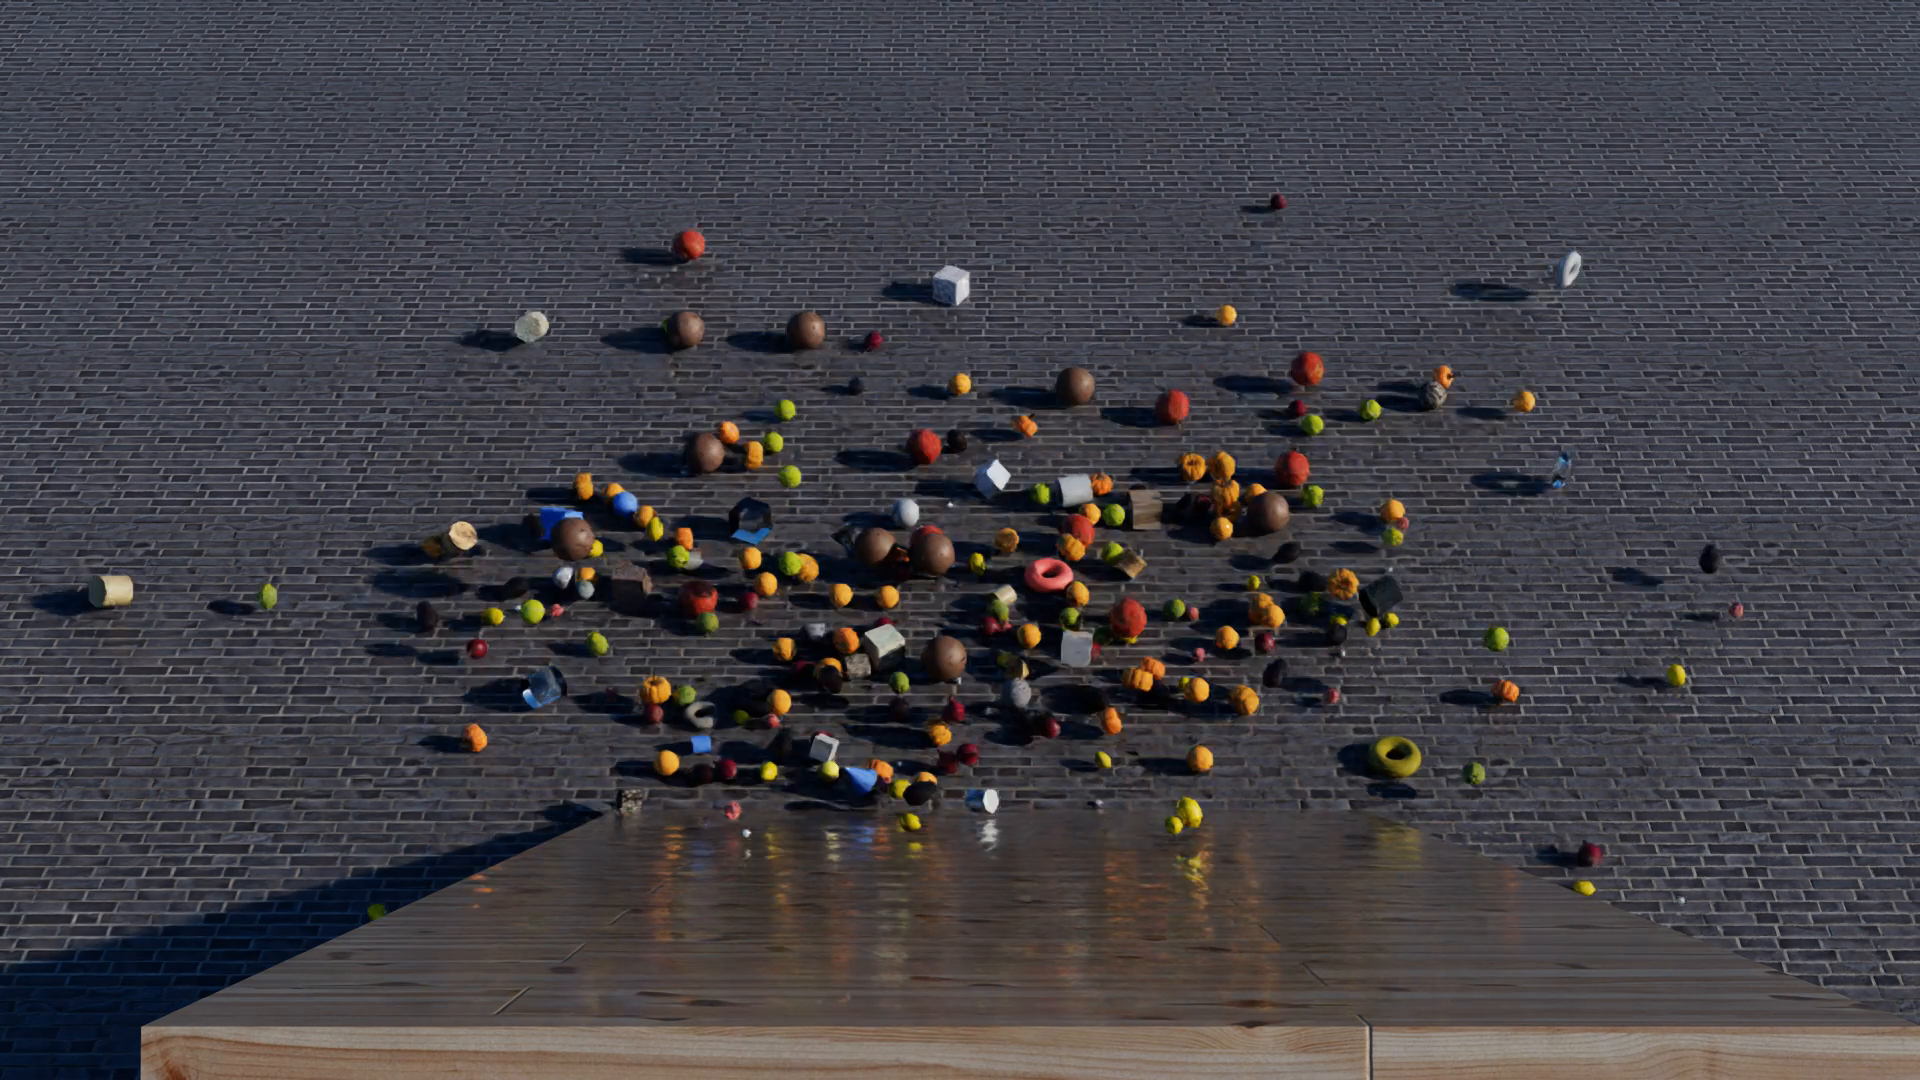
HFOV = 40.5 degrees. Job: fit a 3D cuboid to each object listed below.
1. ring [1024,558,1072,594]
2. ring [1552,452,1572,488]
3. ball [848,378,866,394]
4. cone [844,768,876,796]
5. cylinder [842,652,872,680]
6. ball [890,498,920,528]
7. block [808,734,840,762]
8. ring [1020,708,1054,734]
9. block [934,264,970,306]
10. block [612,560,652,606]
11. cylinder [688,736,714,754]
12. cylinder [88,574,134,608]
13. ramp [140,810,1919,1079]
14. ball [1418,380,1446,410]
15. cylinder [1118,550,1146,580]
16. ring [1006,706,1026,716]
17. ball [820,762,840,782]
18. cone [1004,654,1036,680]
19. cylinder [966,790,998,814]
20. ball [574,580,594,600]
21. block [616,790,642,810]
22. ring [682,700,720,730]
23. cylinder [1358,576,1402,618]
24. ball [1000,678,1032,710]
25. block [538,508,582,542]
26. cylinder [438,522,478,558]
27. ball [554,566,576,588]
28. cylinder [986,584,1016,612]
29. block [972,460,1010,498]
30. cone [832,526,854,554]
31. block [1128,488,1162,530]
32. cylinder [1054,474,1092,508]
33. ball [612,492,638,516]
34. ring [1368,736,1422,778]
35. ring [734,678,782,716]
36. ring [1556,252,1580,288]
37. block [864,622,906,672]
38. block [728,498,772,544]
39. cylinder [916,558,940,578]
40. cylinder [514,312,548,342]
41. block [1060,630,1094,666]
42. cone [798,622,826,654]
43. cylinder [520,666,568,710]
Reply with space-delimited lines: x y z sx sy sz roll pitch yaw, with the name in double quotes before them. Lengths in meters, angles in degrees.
"ring" 0.265 0.109 7.821 0.150 0.050 0.150 0 36 0
"ring" 1.894 -0.221 8.181 0.041 0.123 0.123 16 39 5
"ball" -0.342 -0.513 8.647 0.056 0.056 0.056 0 37 0
"cone" -0.283 0.635 7.025 0.083 0.083 0.083 -35 33 27
"cylinder" -0.298 0.363 7.463 0.069 0.069 0.069 -11 38 -15
"ball" -0.169 -0.083 8.043 0.090 0.090 0.090 0 37 0
"block" -0.375 0.573 7.154 0.057 0.057 0.057 21 12 10
"ring" 0.216 0.509 7.298 0.098 0.033 0.098 0 37 0
"block" -0.030 -0.893 9.124 0.093 0.093 0.093 19 41 24
"block" -0.978 0.128 7.758 0.094 0.094 0.094 5 37 6
"cylinder" -0.717 0.567 7.206 0.051 0.051 0.051 7 29 -34
"cylinder" -2.514 0.150 7.698 0.093 0.093 0.093 30 20 34
"ramp" 0.081 0.682 4.916 2.000 0.100 4.000 0 -2 0
"ball" 1.555 -0.478 8.569 0.093 0.093 0.093 0 37 0
"cylinder" 0.520 0.074 7.835 0.063 0.063 0.063 -47 45 5
"ring" 0.152 0.464 7.335 0.079 0.026 0.079 39 14 -12
"ball" -0.357 0.632 7.108 0.055 0.055 0.055 0 37 0
"cone" 0.186 0.375 7.473 0.085 0.085 0.085 7 27 -38
"cylinder" 0.056 0.668 6.649 0.060 0.060 0.060 -6 27 39
"ball" -1.118 0.148 7.730 0.061 0.061 0.061 0 37 0
"block" -0.884 0.693 6.943 0.053 0.053 0.053 1 -3 -22
"ring" -0.729 0.493 7.318 0.107 0.036 0.107 1 36 -1
"cylinder" 1.234 0.165 7.640 0.092 0.092 0.092 -30 45 -17
"ball" 0.155 0.426 7.220 0.087 0.087 0.087 0 37 0
"block" -1.222 -0.046 7.954 0.092 0.092 0.092 9 7 25
"cylinder" -1.520 -0.001 7.873 0.088 0.088 0.088 13 65 -30
"ball" -1.187 0.114 7.800 0.066 0.066 0.066 0 37 0
"cylinder" 0.123 0.171 7.724 0.063 0.063 0.063 30 45 34
"block" 0.097 -0.194 8.166 0.075 0.075 0.075 -25 22 46
"cone" -0.336 0.008 7.816 0.076 0.076 0.076 -24 15 7
"block" 0.573 -0.095 8.054 0.090 0.090 0.090 -3 33 -4
"cylinder" 0.354 -0.153 8.130 0.097 0.097 0.097 -8 38 -11
"ball" -1.042 -0.111 8.090 0.079 0.079 0.079 0 37 0
"ring" 1.197 0.597 7.168 0.148 0.049 0.148 -1 37 1
"ring" -0.573 0.447 7.371 0.139 0.046 0.139 0 38 0
"ring" 2.119 -0.942 9.065 0.044 0.132 0.132 29 45 28
"block" -0.218 0.311 7.517 0.088 0.088 0.088 -21 42 -26
"block" -0.644 -0.059 8.007 0.093 0.093 0.093 18 40 23
"cylinder" -0.097 0.084 7.849 0.055 0.055 0.055 10 38 13
"cylinder" -1.459 -0.726 8.857 0.093 0.093 0.093 3 14 4
"block" 0.333 0.309 7.437 0.083 0.083 0.083 6 9 6
"cone" -0.421 0.297 7.578 0.083 0.083 0.083 -11 65 -14
"cylinder" -1.180 0.417 7.368 0.096 0.096 0.096 -25 44 -30
